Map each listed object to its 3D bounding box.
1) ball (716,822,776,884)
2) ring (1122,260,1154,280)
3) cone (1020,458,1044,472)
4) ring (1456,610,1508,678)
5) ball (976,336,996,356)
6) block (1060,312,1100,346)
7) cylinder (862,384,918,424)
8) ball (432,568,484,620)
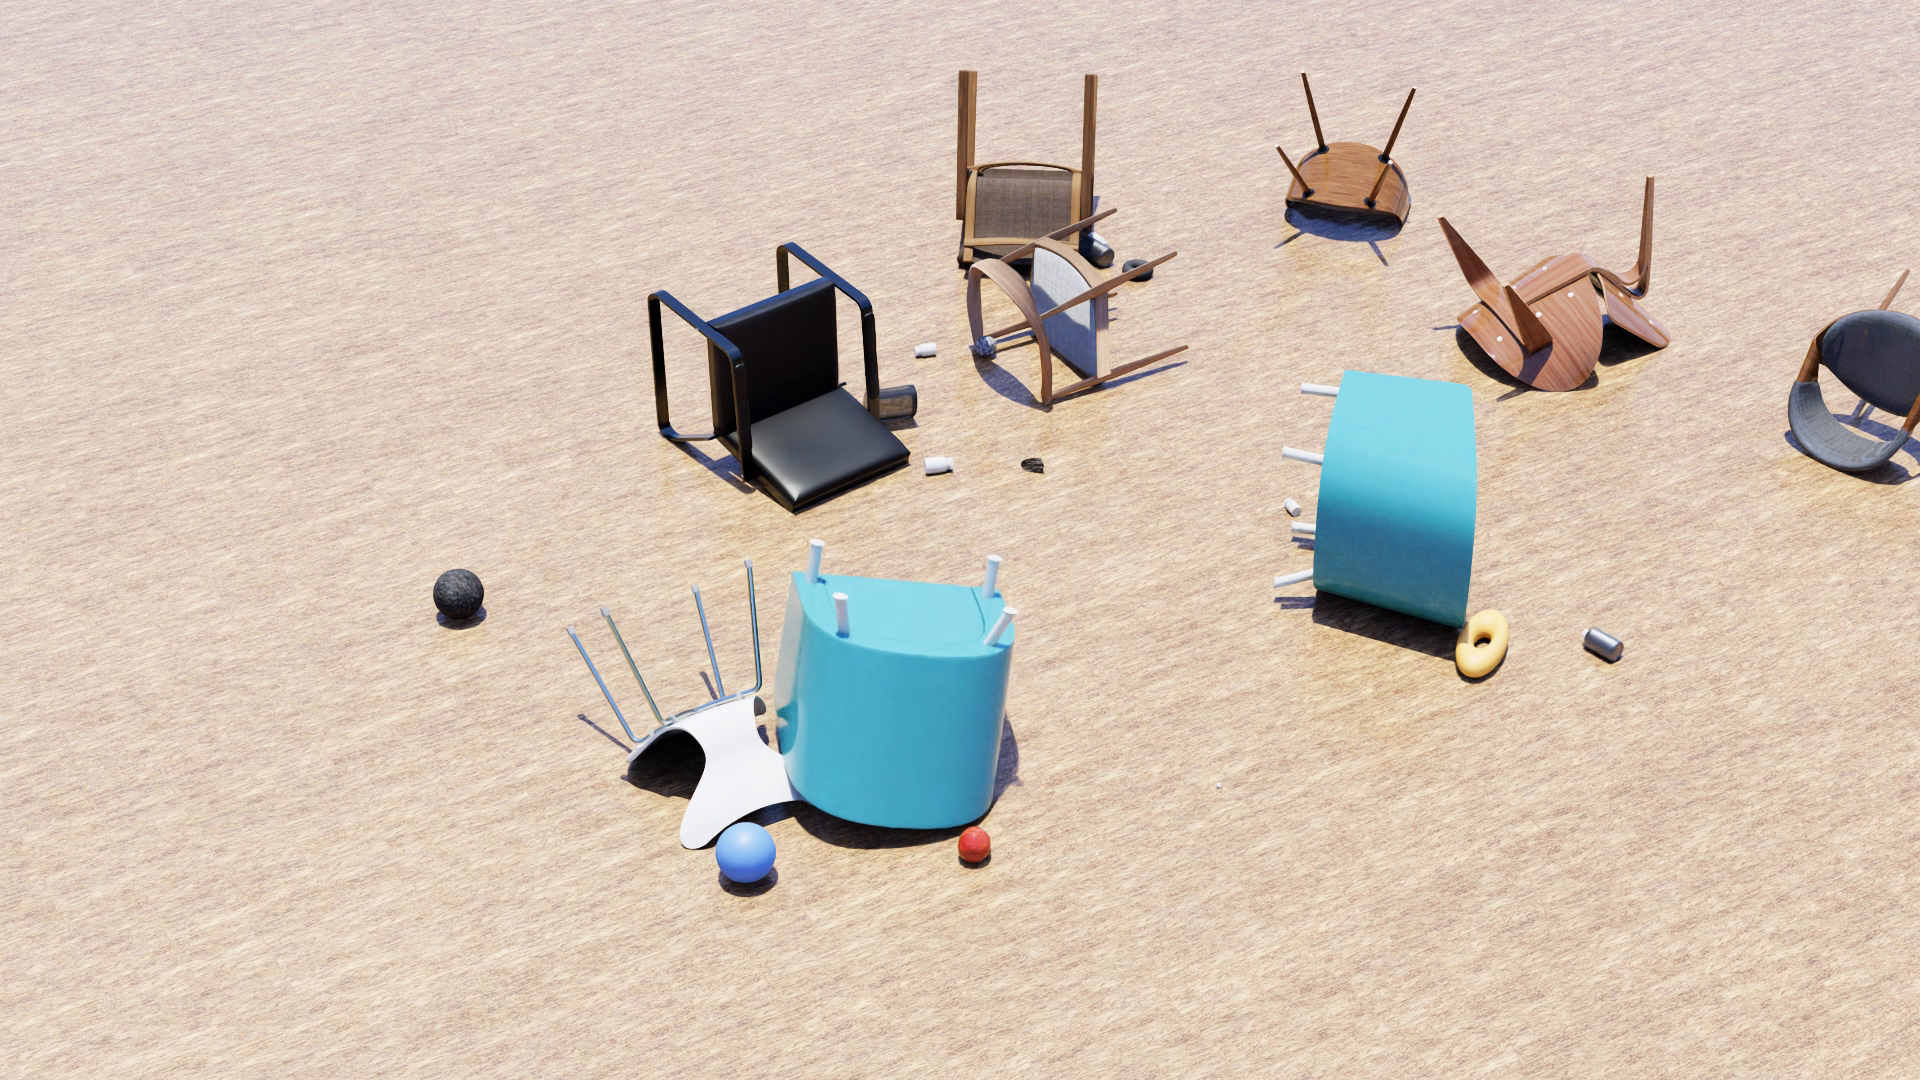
[{"bbox_3d":[-0.677,0.989,9.269,0.192,0.192,0.192,0,33,0],"label":"ball"},{"bbox_3d":[0.768,-1.167,12.666,0.137,0.055,0.124,-3,35,-6],"label":"ring"},{"bbox_3d":[0.297,-0.305,11.382,0.094,0.057,0.114,6,19,17],"label":"cone"},{"bbox_3d":[1.838,0.363,10.315,0.171,0.089,0.387,11,34,18],"label":"ring"},{"bbox_3d":[0.107,-0.798,12.076,0.088,0.088,0.088,0,33,0],"label":"ball"},{"bbox_3d":[0.497,-0.874,12.161,0.122,0.097,0.101,-16,35,-43],"label":"block"},{"bbox_3d":[-0.277,-0.540,11.616,0.188,0.179,0.116,-9,69,-14],"label":"cylinder"},{"bbox_3d":[-1.794,0.192,10.488,0.182,0.182,0.182,0,33,0],"label":"ball"}]
